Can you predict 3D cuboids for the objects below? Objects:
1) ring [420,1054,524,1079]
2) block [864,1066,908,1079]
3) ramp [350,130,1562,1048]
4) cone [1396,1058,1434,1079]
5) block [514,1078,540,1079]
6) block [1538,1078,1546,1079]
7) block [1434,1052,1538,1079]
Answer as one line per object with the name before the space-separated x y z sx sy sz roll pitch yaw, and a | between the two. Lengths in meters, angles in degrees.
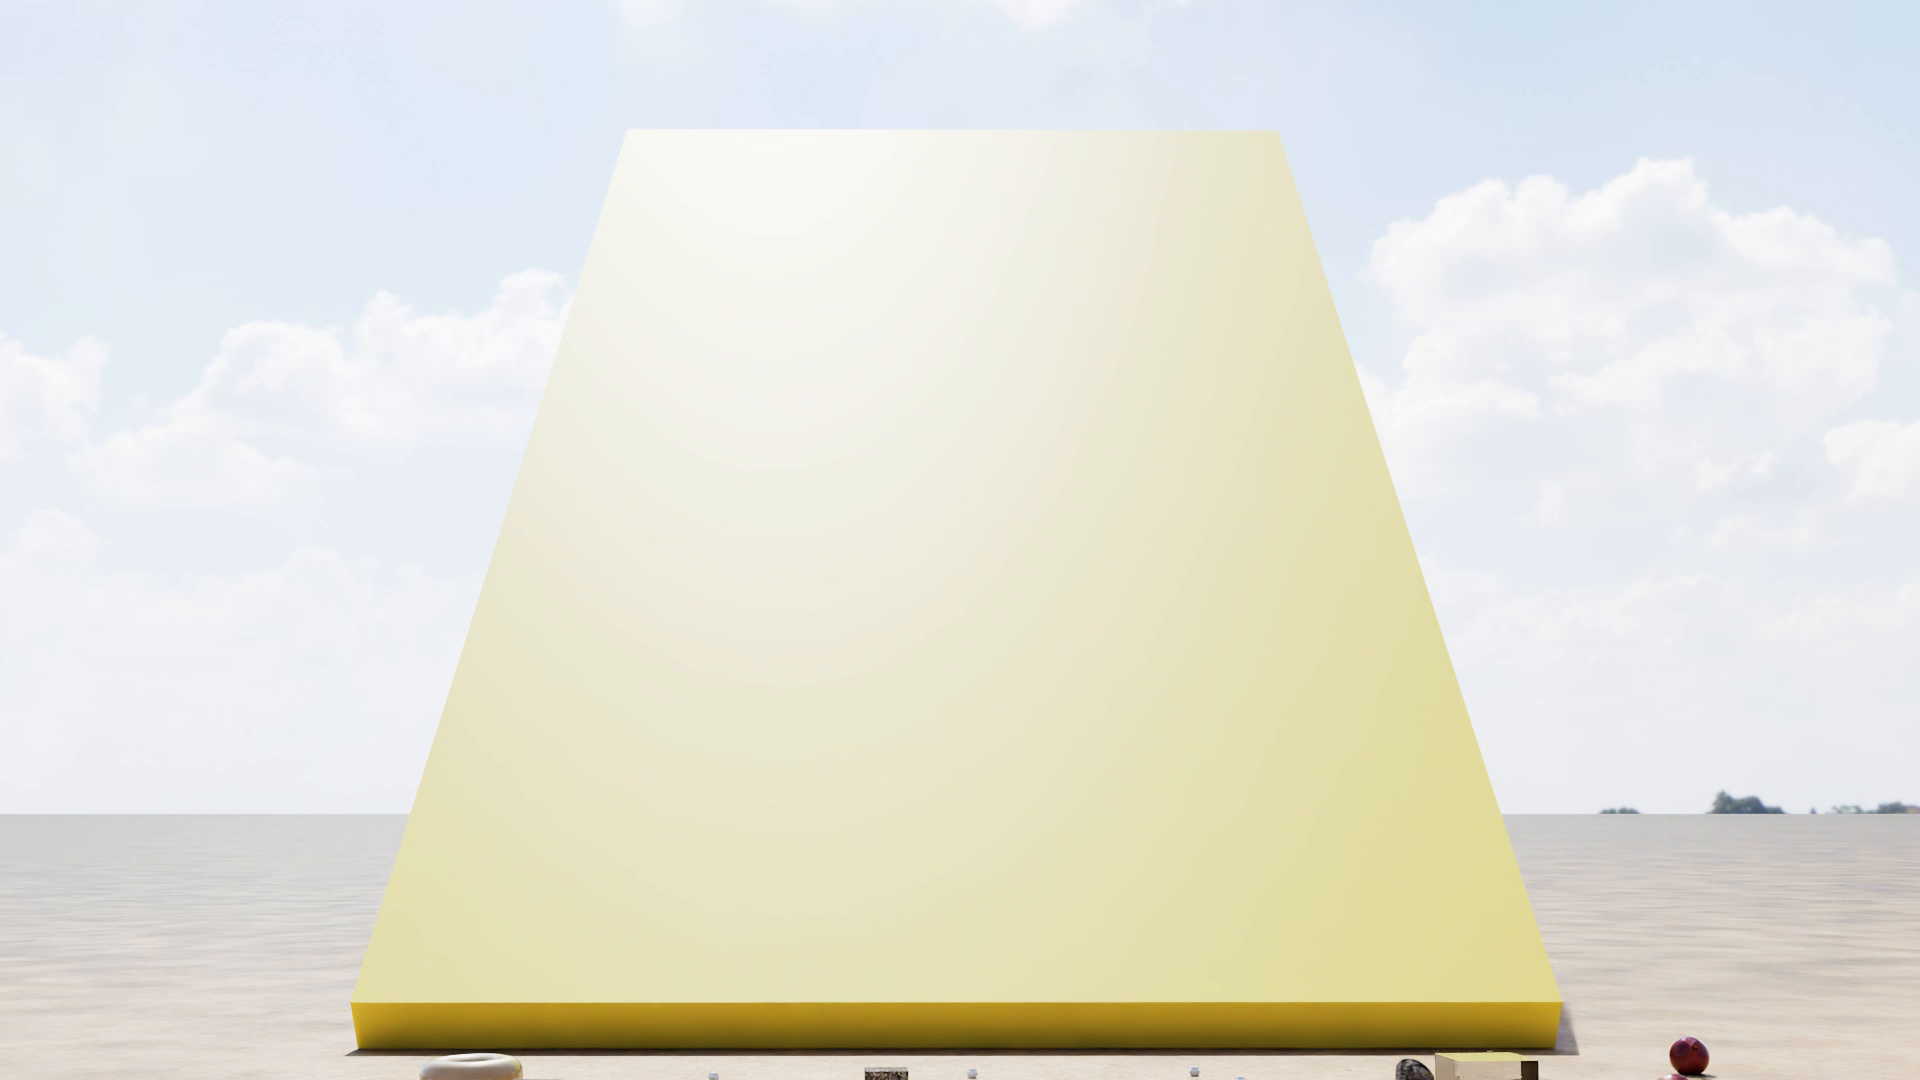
ring | -0.690 0.755 3.418 0.145 0.048 0.145 -1 -5 0
block | -0.097 0.726 3.194 0.056 0.056 0.056 0 -6 -4
ramp | -0.013 -0.206 5.746 2.000 0.100 4.000 0 30 0
cone | 0.613 0.756 3.333 0.061 0.061 0.061 -6 18 41
block | -0.526 0.699 2.978 0.064 0.064 0.064 -1 -6 7
block | 0.702 0.709 3.049 0.059 0.059 0.059 5 -8 -39
block | 0.640 0.678 2.943 0.098 0.098 0.098 1 -6 -6
